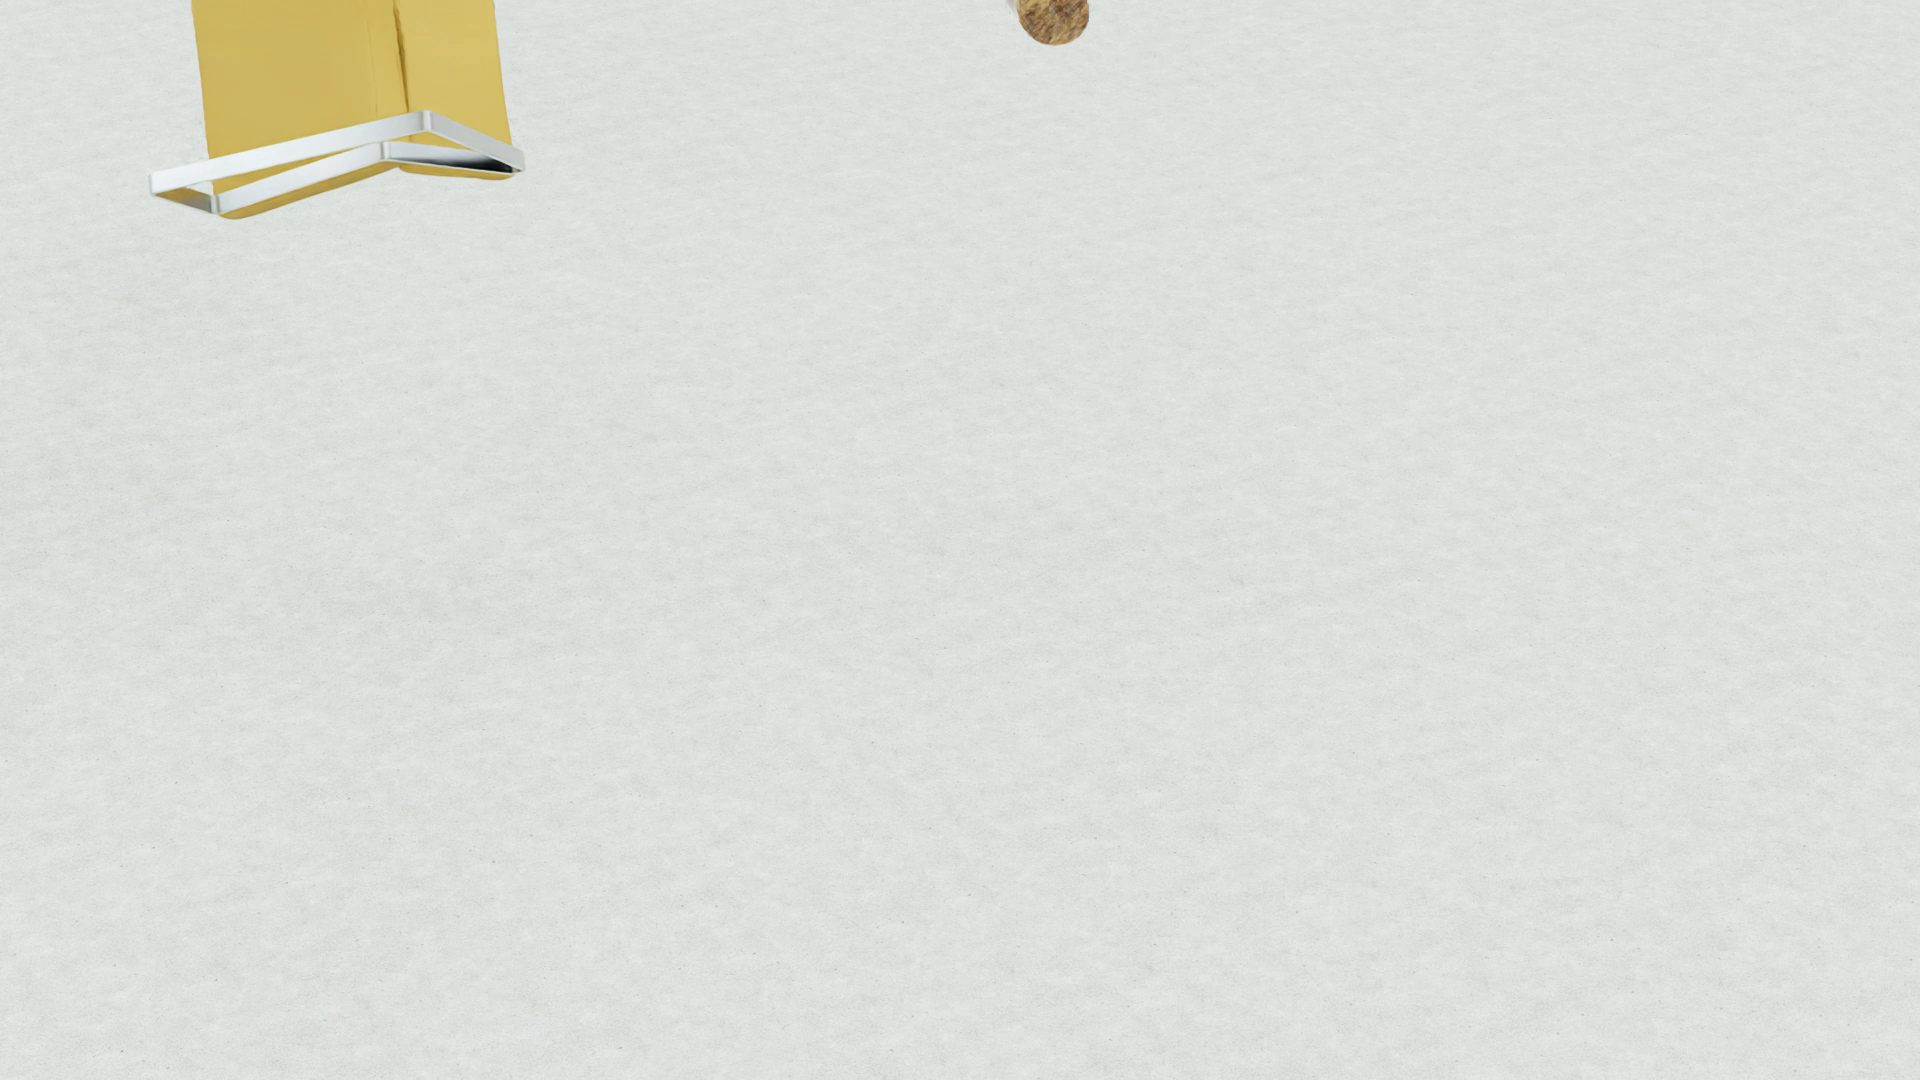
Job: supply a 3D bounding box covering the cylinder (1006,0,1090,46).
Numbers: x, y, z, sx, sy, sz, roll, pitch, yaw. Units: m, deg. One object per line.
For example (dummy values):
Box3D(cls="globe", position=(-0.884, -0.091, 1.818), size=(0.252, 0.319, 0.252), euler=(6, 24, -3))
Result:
Box3D(cls="cylinder", position=(0.246, -1.590, 8.584), size=(0.224, 0.197, 0.249), euler=(31, 19, -27))
